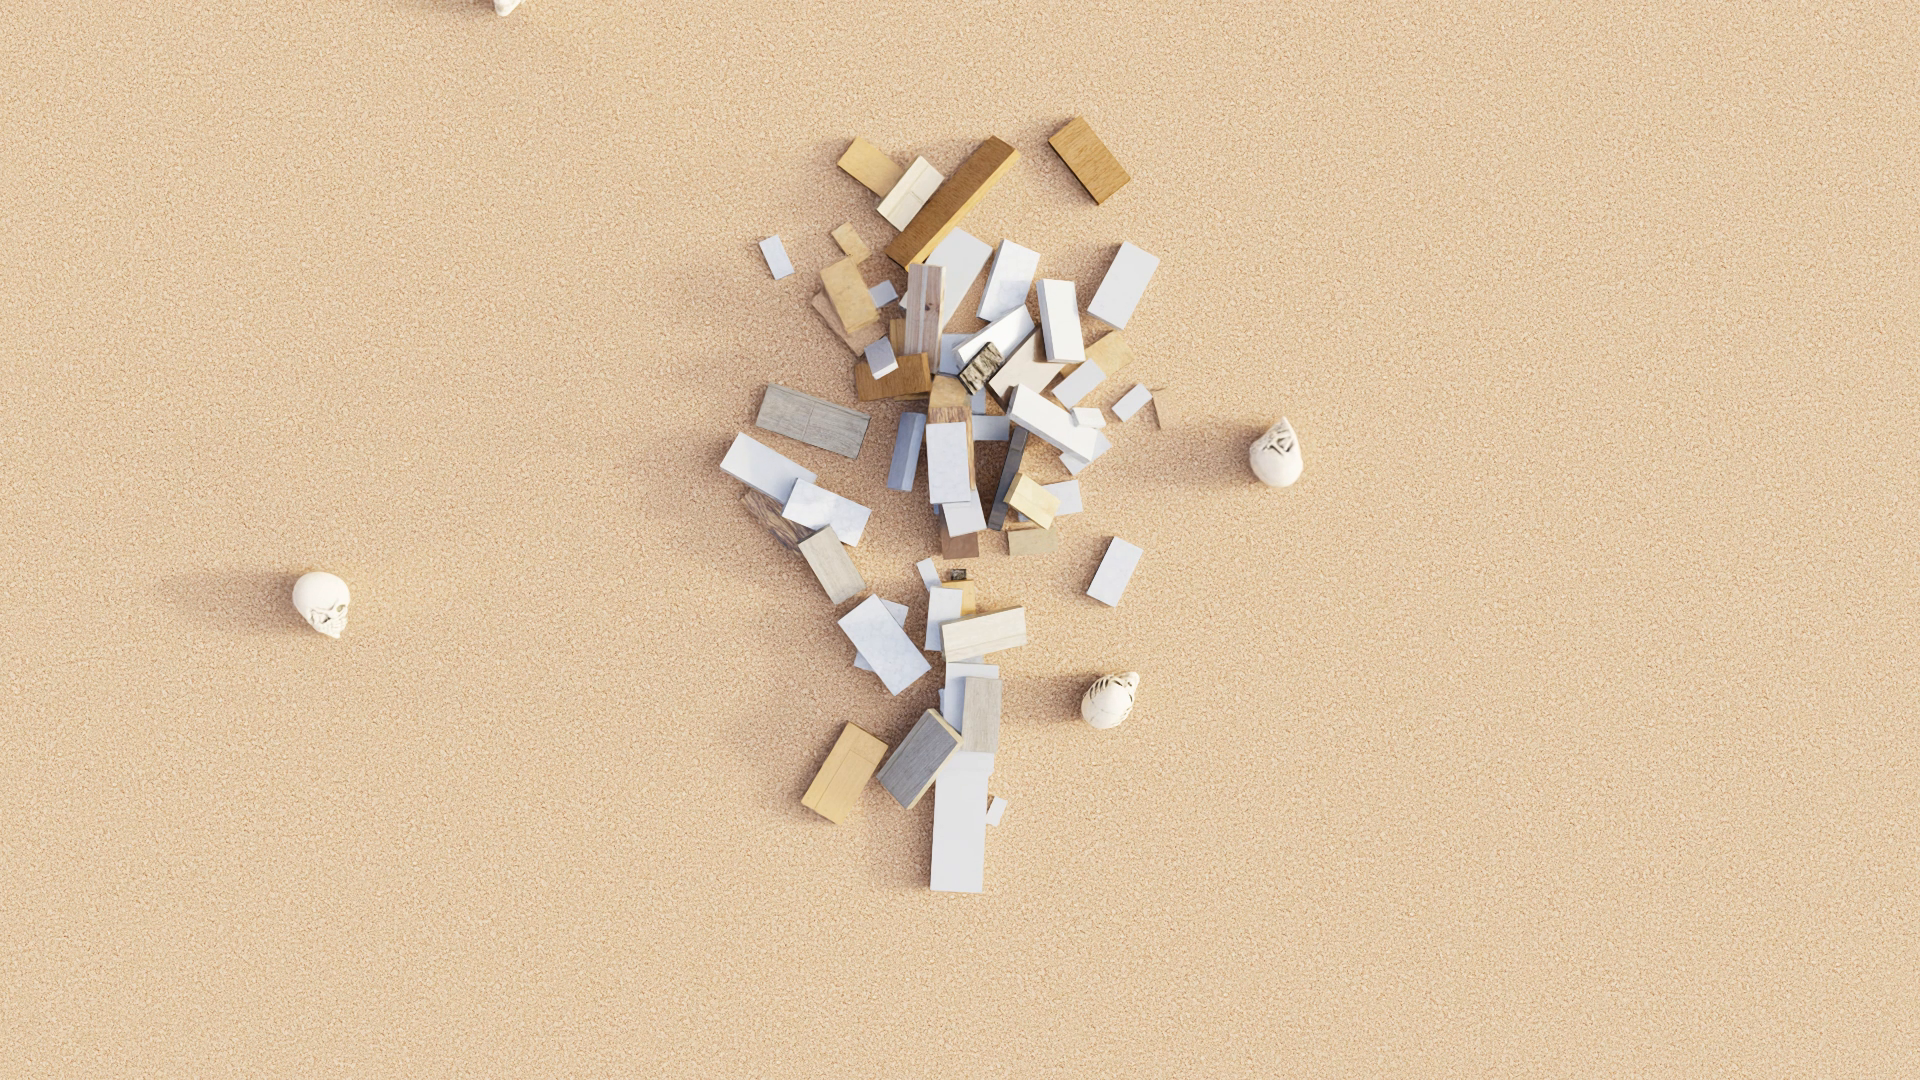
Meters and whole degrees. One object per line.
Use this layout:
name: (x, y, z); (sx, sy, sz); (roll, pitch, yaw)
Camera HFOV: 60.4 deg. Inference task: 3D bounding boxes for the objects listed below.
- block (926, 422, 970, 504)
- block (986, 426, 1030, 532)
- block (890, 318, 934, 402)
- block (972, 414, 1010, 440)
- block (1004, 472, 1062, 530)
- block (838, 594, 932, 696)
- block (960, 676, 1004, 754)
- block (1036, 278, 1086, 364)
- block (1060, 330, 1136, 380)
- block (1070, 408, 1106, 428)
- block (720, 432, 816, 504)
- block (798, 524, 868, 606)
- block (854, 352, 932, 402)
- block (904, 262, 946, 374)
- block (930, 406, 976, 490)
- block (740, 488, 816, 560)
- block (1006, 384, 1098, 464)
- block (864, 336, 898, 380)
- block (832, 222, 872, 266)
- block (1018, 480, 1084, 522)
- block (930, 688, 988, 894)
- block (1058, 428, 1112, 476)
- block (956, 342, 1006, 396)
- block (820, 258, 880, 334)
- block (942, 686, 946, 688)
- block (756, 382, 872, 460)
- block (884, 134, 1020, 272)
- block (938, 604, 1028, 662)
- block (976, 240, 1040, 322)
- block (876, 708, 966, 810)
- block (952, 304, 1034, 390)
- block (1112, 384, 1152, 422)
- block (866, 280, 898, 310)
block: (-0.038, -0.246, 5.291); (0.128, 0.036, 0.256); (-4, 83, 1)
block: (0.157, -0.199, 5.415); (0.048, 0.171, 0.341); (16, 90, 0)
block: (-0.158, -0.600, 5.481); (0.135, 0.038, 0.270); (-3, 90, 0)
block: (0.091, -0.370, 5.440); (0.161, 0.023, 0.081); (-1, 99, -34)
block: (0.236, -0.126, 5.379); (0.213, 0.030, 0.107); (33, 78, -43)
block: (-0.248, 0.345, 5.444); (0.154, 0.044, 0.309); (-38, 90, 0)
block: (0.071, 0.568, 5.357); (0.120, 0.034, 0.239); (5, 93, 1)
block: (0.331, -0.719, 5.425); (0.135, 0.038, 0.270); (-1, 80, -39)
block: (0.455, -0.587, 5.483); (0.234, 0.033, 0.117); (-34, 90, 0)
block: (0.422, -0.403, 5.440); (0.018, 0.128, 0.064); (-39, 64, 40)
block: (-0.633, -0.225, 5.452); (0.292, 0.038, 0.135); (30, 75, -5)
block: (-0.421, 0.081, 5.441); (0.124, 0.035, 0.248); (-30, 110, 0)
block: (-0.221, -0.533, 5.413); (0.265, 0.035, 0.124); (-6, 95, 31)
block: (-0.115, -0.720, 5.358); (0.115, 0.033, 0.347); (10, 109, 18)
block: (-0.024, -0.294, 5.335); (0.135, 0.038, 0.271); (-3, 83, 1)
block: (-0.593, -0.072, 5.483); (0.117, 0.033, 0.273); (-44, 90, 0)
block: (0.301, -0.378, 5.370); (0.329, 0.034, 0.120); (30, 57, -23)
block: (-0.258, -0.596, 5.393); (0.084, 0.168, 0.024); (-28, 129, 7)
block: (-0.361, -0.985, 5.490); (0.068, 0.019, 0.137); (-35, 90, 0)
block: (0.294, -0.129, 5.485); (0.213, 0.030, 0.107); (-10, 90, 0)
block: (0.005, 0.827, 5.459); (0.171, 0.048, 0.669); (3, 93, 1)
block: (0.417, -0.294, 5.489); (0.161, 0.023, 0.081); (-38, 90, 0)
block: (0.068, -0.554, 5.318); (0.168, 0.024, 0.084); (-48, 118, -21)
block: (-0.364, -0.805, 5.429); (0.115, 0.033, 0.229); (-25, 76, -2)
block: (-0.026, 0.526, 5.493); (0.049, 0.014, 0.097); (-28, 90, 0)
block: (-0.487, -0.395, 5.478); (0.352, 0.043, 0.152); (19, 90, 0)
block: (-0.027, -1.108, 5.441); (0.532, 0.038, 0.135); (-47, 49, 0)
block: (0.076, 0.307, 5.416); (0.292, 0.036, 0.128); (-12, 106, -21)
block: (0.158, -0.841, 5.453); (0.135, 0.038, 0.270); (19, 88, -21)
block: (-0.131, 0.717, 5.399); (0.154, 0.044, 0.309); (45, 112, 22)
block: (0.124, -0.629, 5.389); (0.304, 0.043, 0.152); (-37, 113, -26)
block: (0.572, -0.457, 5.491); (0.128, 0.018, 0.064); (-42, 90, 0)
block: (-0.280, -0.800, 5.457); (0.137, 0.019, 0.068); (-29, 84, -6)
